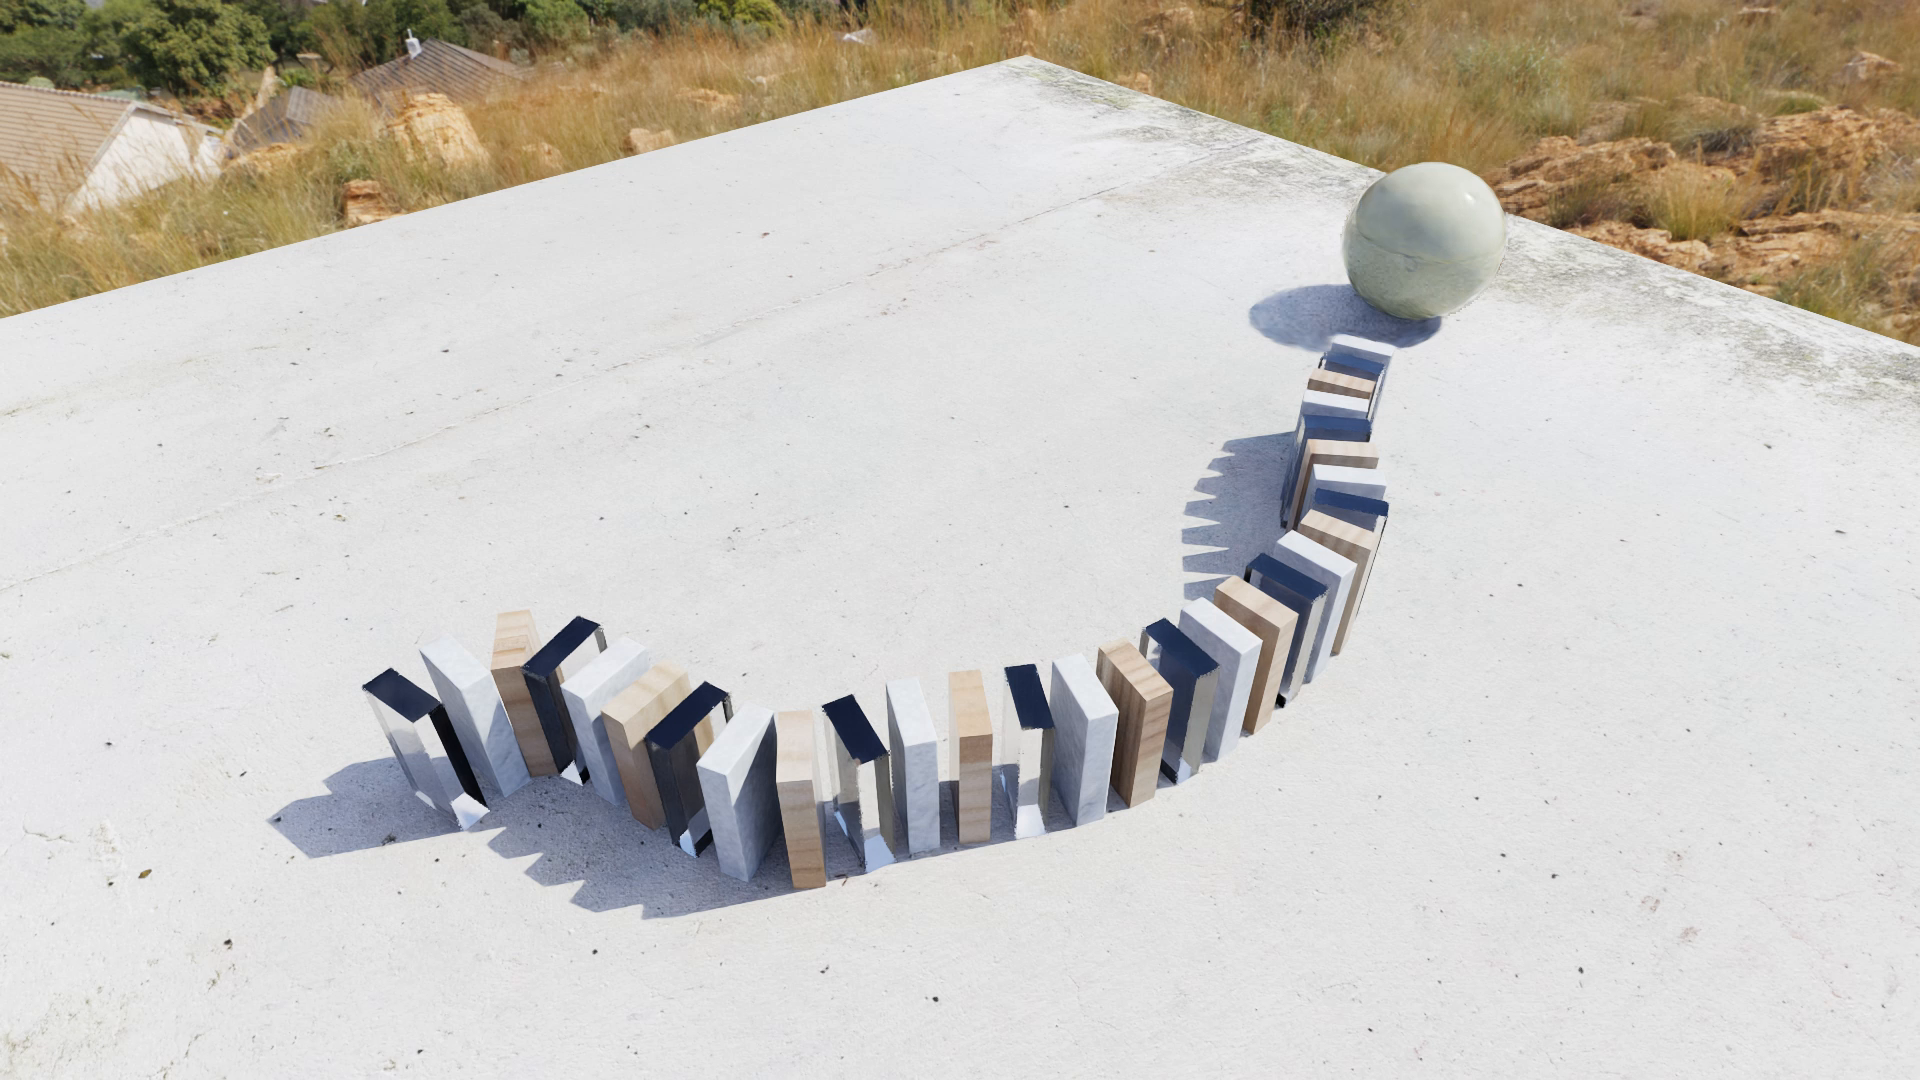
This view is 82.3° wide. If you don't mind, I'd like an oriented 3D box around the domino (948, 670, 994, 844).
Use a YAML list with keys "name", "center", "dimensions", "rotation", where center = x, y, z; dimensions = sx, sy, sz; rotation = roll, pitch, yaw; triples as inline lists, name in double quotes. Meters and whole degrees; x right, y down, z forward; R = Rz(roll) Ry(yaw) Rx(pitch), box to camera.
- name: "domino"
  center: [0.003, 0.066, 0.331]
  dimensions: [0.010, 0.050, 0.025]
  rotation: [-5, 40, -6]

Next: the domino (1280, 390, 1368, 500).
- name: "domino"
  center: [0.150, -0.037, 0.456]
  dimensions: [0.025, 0.050, 0.009]
  rotation: [12, 41, 15]

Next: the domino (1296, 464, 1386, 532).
- name: "domino"
  center: [0.142, -0.005, 0.417]
  dimensions: [0.025, 0.050, 0.009]
  rotation: [6, 40, 7]

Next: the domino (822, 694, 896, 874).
- name: "domino"
  center: [-0.030, 0.072, 0.323]
  dimensions: [0.009, 0.050, 0.025]
  rotation: [-19, 43, -21]

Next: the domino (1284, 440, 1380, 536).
- name: "domino"
  center: [0.144, -0.015, 0.430]
  dimensions: [0.025, 0.050, 0.009]
  rotation: [4, 40, 5]

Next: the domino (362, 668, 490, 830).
- name: "domino"
  center: [-0.161, 0.064, 0.333]
  dimensions: [0.025, 0.050, 0.010]
  rotation: [23, 45, 26]

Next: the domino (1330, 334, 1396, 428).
- name: "domino"
  center: [0.175, -0.065, 0.491]
  dimensions: [0.025, 0.050, 0.010]
  rotation: [19, 43, 22]

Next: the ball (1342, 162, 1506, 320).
- name: "ball"
  center: [0.243, -0.157, 0.580]
  dimensions: [0.080, 0.080, 0.080]
  rotation: [0, 39, 0]

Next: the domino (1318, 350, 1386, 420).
- name: "domino"
  center: [0.166, -0.056, 0.480]
  dimensions: [0.025, 0.050, 0.009]
  rotation: [21, 44, 24]

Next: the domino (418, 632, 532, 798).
- name: "domino"
  center: [-0.151, 0.055, 0.344]
  dimensions: [0.025, 0.050, 0.009]
  rotation: [30, 48, 31]

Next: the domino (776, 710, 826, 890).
- name: "domino"
  center: [-0.046, 0.076, 0.319]
  dimensions: [0.010, 0.050, 0.025]
  rotation: [-4, 39, -5]

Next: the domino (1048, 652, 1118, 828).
- name: "domino"
  center: [0.036, 0.062, 0.336]
  dimensions: [0.009, 0.050, 0.025]
  rotation: [-13, 41, -16]

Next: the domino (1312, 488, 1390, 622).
- name: "domino"
  center: [0.138, 0.006, 0.404]
  dimensions: [0.025, 0.050, 0.009]
  rotation: [13, 41, 15]

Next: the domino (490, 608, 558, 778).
- name: "domino"
  center: [-0.137, 0.049, 0.351]
  dimensions: [0.009, 0.050, 0.025]
  rotation: [-8, 40, -10]

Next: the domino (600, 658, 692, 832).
- name: "domino"
  center: [-0.092, 0.063, 0.335]
  dimensions: [0.009, 0.050, 0.025]
  rotation: [23, 45, 26]

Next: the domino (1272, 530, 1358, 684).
- name: "domino"
  center: [0.119, 0.024, 0.383]
  dimensions: [0.009, 0.050, 0.025]
  rotation: [-31, 49, -32]

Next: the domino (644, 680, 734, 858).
- name: "domino"
  center: [-0.077, 0.069, 0.327]
  dimensions: [0.010, 0.050, 0.025]
  rotation: [22, 44, 24]

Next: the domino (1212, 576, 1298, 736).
- name: "domino"
  center: [0.094, 0.039, 0.364]
  dimensions: [0.010, 0.050, 0.025]
  rotation: [-29, 48, -31]

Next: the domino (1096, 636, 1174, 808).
- name: "domino"
  center: [0.052, 0.057, 0.342]
  dimensions: [0.009, 0.050, 0.025]
  rotation: [-18, 43, -21]

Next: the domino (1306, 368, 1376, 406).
- name: "domino"
  center: [0.157, -0.047, 0.468]
  dimensions: [0.025, 0.050, 0.009]
  rotation: [18, 43, 21]

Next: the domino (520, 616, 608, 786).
- name: "domino"
  center: [-0.121, 0.051, 0.349]
  dimensions: [0.010, 0.050, 0.025]
  rotation: [17, 42, 19]

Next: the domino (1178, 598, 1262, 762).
- name: "domino"
  center: [0.081, 0.045, 0.356]
  dimensions: [0.010, 0.050, 0.025]
  rotation: [-26, 46, -28]

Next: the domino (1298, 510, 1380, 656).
- name: "domino"
  center: [0.130, 0.016, 0.392]
  dimensions: [0.025, 0.050, 0.010]
  rotation: [25, 45, 27]

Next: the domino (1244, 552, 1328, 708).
- name: "domino"
  center: [0.106, 0.031, 0.373]
  dimensions: [0.025, 0.050, 0.009]
  rotation: [32, 49, 33]

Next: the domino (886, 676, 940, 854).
- name: "domino"
  center: [-0.014, 0.068, 0.329]
  dimensions: [0.009, 0.050, 0.025]
  rotation: [-10, 40, -12]

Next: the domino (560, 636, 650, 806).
- name: "domino"
  center: [-0.106, 0.057, 0.342]
  dimensions: [0.010, 0.050, 0.025]
  rotation: [22, 44, 25]

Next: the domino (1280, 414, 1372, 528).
- name: "domino"
  center: [0.147, -0.026, 0.443]
  dimensions: [0.025, 0.050, 0.010]
  rotation: [6, 40, 7]

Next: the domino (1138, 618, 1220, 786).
- name: "domino"
  center: [0.067, 0.052, 0.348]
  dimensions: [0.009, 0.050, 0.025]
  rotation: [-22, 44, -25]

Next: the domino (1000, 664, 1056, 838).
- name: "domino"
  center: [0.020, 0.064, 0.333]
  dimensions: [0.009, 0.050, 0.025]
  rotation: [-6, 40, -8]

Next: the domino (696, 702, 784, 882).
- name: "domino"
  center: [-0.062, 0.074, 0.321]
  dimensions: [0.009, 0.050, 0.025]
  rotation: [15, 42, 18]
